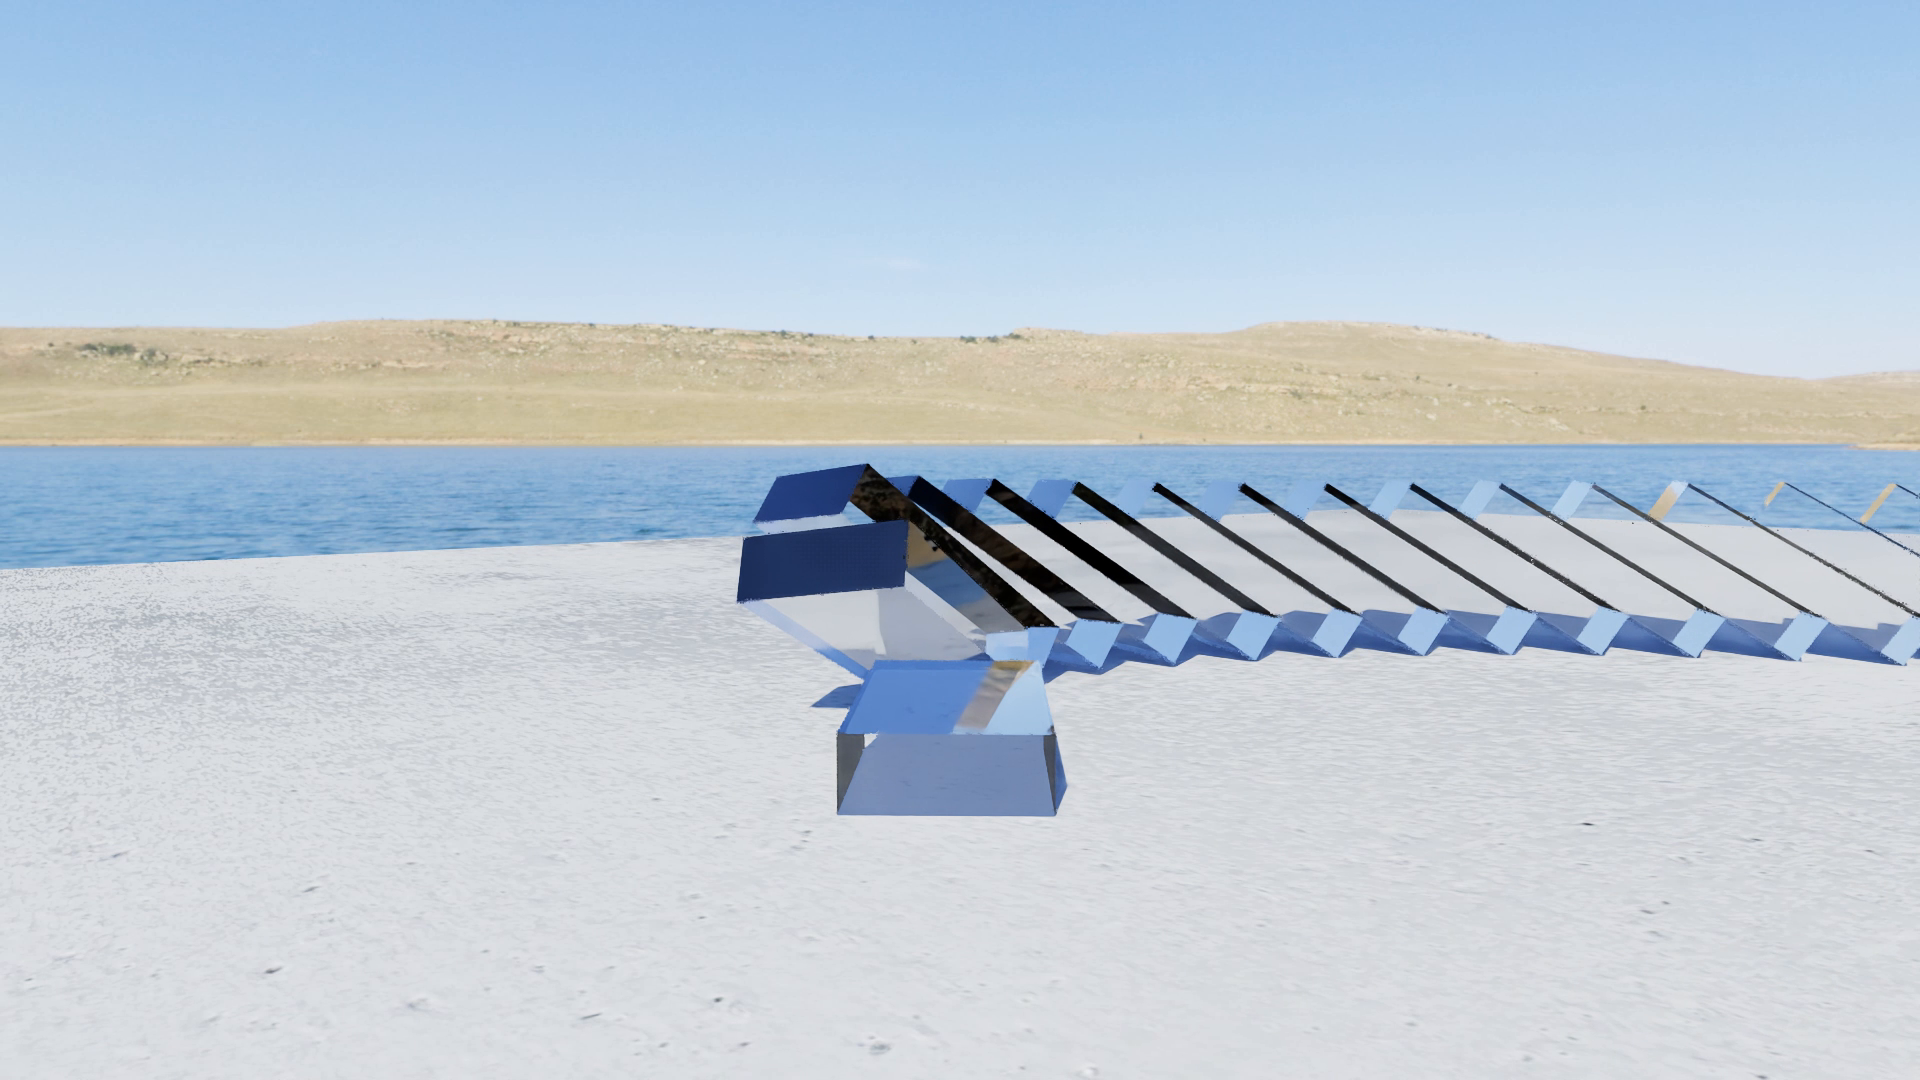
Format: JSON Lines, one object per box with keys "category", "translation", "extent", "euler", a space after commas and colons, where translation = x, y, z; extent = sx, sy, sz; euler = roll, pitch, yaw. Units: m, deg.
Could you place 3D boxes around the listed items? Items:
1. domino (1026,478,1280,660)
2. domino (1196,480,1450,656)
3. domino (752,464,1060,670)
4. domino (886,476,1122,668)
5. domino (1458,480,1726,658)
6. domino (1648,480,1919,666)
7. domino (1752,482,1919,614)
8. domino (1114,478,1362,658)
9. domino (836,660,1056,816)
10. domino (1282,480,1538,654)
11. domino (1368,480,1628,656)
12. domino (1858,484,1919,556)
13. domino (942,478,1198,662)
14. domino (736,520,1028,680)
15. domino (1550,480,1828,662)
{"category": "domino", "translation": [0.037, 0.005, 0.258], "extent": [0.050, 0.009, 0.025], "euler": [33, -5, -14]}
{"category": "domino", "translation": [0.074, 0.005, 0.268], "extent": [0.050, 0.009, 0.025], "euler": [32, 2, -5]}
{"category": "domino", "translation": [-0.009, 0.006, 0.220], "extent": [0.025, 0.010, 0.050], "euler": [-4, -36, 48]}
{"category": "domino", "translation": [0.004, 0.006, 0.238], "extent": [0.050, 0.009, 0.025], "euler": [35, -15, -24]}
{"category": "domino", "translation": [0.131, 0.005, 0.270], "extent": [0.050, 0.010, 0.025], "euler": [33, 10, 8]}
{"category": "domino", "translation": [0.169, 0.005, 0.264], "extent": [0.050, 0.009, 0.025], "euler": [35, 16, 17]}
{"category": "domino", "translation": [0.187, 0.006, 0.258], "extent": [0.050, 0.009, 0.025], "euler": [37, 20, 23]}
{"category": "domino", "translation": [0.056, 0.005, 0.265], "extent": [0.050, 0.009, 0.025], "euler": [33, 1, -7]}
{"category": "domino", "translation": [-0.001, 0.025, 0.171], "extent": [0.025, 0.009, 0.050], "euler": [0, 4, 1]}
{"category": "domino", "translation": [0.093, 0.005, 0.271], "extent": [0.050, 0.009, 0.025], "euler": [32, 5, 0]}
{"category": "domino", "translation": [0.112, 0.005, 0.271], "extent": [0.050, 0.009, 0.025], "euler": [33, 7, 4]}
{"category": "domino", "translation": [0.203, 0.007, 0.249], "extent": [0.050, 0.009, 0.025], "euler": [38, 22, 26]}
{"category": "domino", "translation": [0.019, 0.006, 0.249], "extent": [0.050, 0.009, 0.025], "euler": [34, -9, -18]}
{"category": "domino", "translation": [-0.010, 0.012, 0.194], "extent": [0.025, 0.009, 0.050], "euler": [-6, -23, 20]}
{"category": "domino", "translation": [0.150, 0.005, 0.267], "extent": [0.050, 0.009, 0.025], "euler": [34, 13, 12]}
